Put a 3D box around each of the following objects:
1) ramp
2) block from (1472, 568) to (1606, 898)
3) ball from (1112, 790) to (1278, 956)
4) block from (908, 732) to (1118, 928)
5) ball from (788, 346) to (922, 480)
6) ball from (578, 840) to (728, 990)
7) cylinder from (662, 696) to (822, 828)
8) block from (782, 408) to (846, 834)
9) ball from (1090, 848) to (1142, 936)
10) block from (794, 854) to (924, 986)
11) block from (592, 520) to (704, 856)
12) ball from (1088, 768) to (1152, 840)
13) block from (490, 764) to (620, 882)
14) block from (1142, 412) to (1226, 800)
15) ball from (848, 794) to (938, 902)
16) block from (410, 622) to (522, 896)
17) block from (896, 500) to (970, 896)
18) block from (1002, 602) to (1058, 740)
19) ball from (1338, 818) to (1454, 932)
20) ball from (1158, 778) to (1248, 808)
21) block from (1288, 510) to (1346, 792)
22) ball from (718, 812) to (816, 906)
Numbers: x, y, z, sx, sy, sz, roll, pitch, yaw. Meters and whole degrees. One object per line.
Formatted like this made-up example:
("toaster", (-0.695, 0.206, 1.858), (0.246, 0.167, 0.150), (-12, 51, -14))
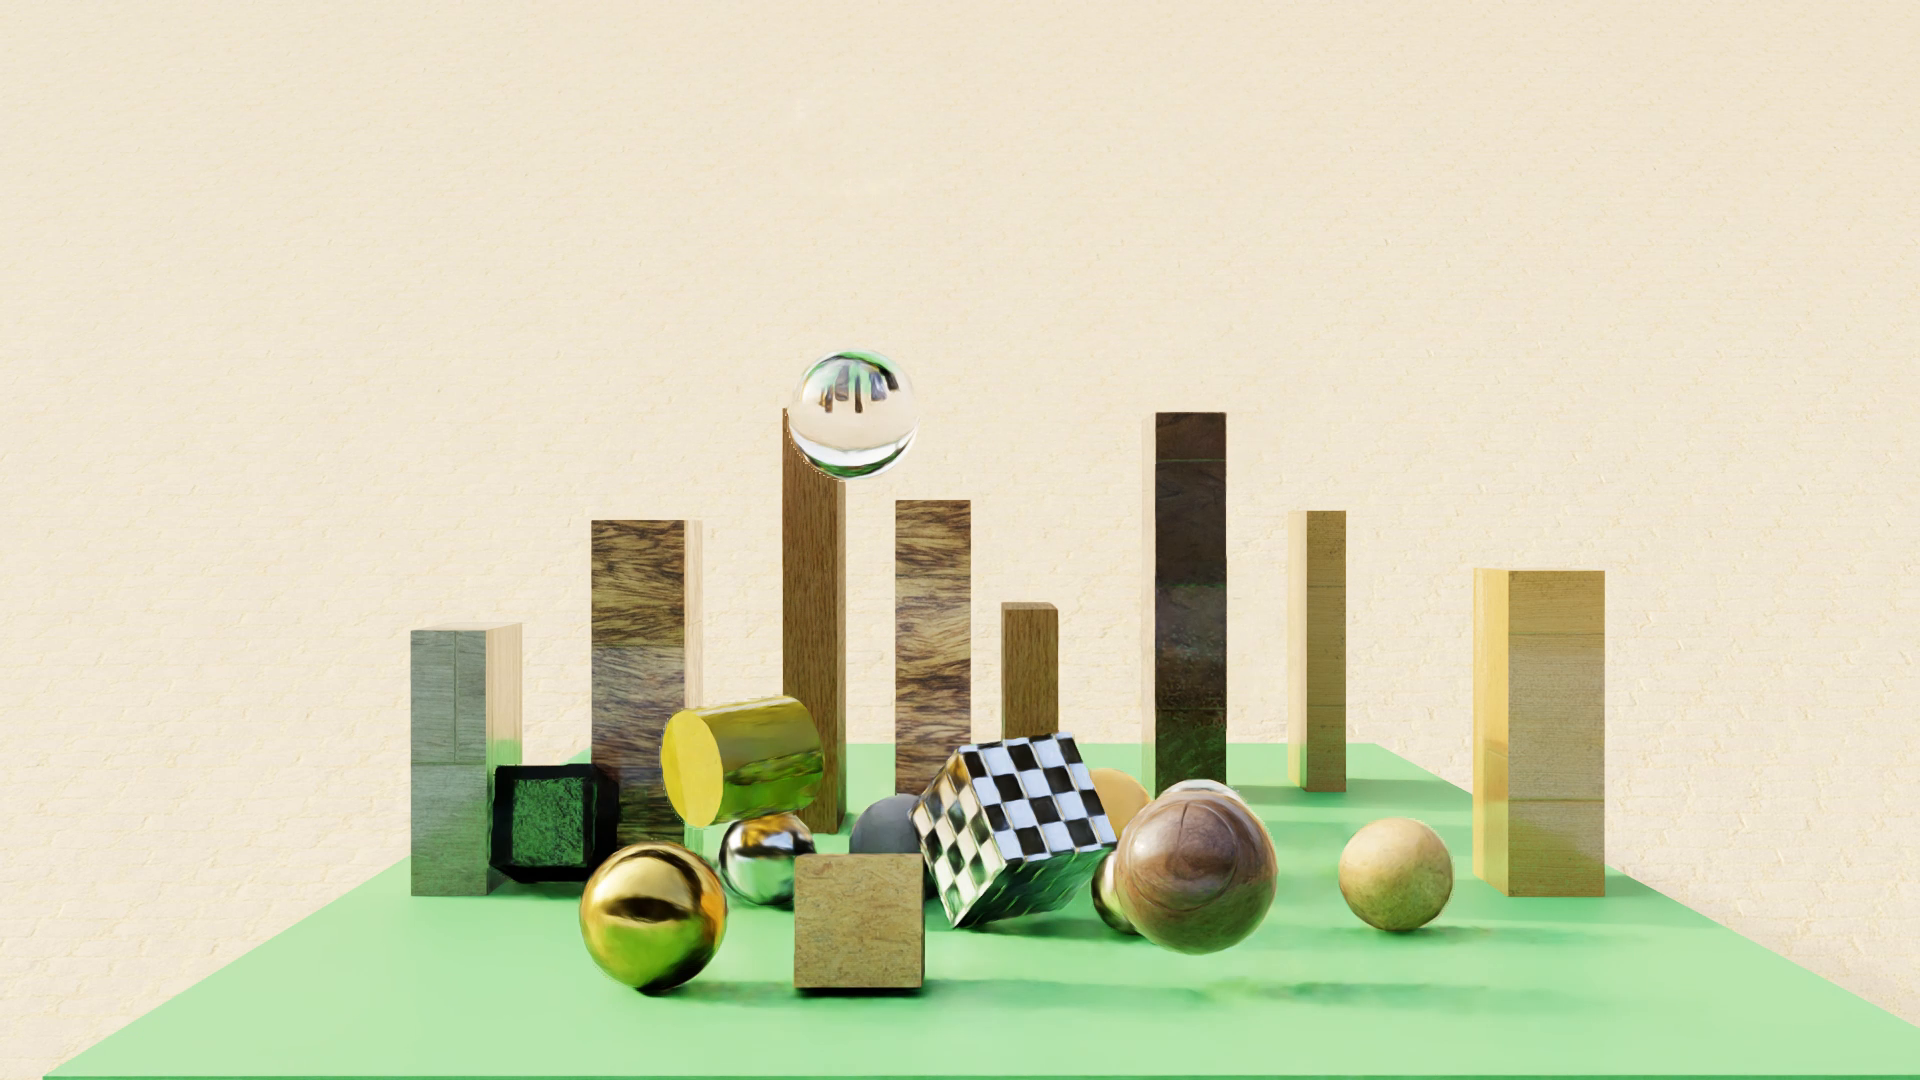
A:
("ramp", (0.065, 0.583, 4.630), (2.000, 0.100, 4.000), (0, 0, 0))
("block", (0.897, 0.290, 4.018), (0.146, 0.491, 0.264), (0, 0, 0))
("ball", (0.284, 0.401, 3.123), (0.199, 0.199, 0.199), (0, 29, 0))
("block", (0.072, 0.404, 3.607), (0.185, 0.185, 0.185), (-5, 58, -31))
("ball", (-0.122, -0.146, 2.989), (0.154, 0.154, 0.154), (0, 29, 0))
("ball", (-0.369, 0.453, 3.120), (0.179, 0.179, 0.179), (0, 29, 0))
("cylinder", (-0.315, 0.319, 3.738), (0.169, 0.169, 0.169), (-7, 27, -37))
("block", (-0.272, 0.146, 4.862), (0.099, 0.771, 0.368), (0, 0, 0))
("ball", (0.241, 0.477, 3.531), (0.124, 0.124, 0.124), (0, 29, 0))
("block", (-0.120, 0.459, 3.134), (0.151, 0.151, 0.151), (0, -6, 0))
("block", (-0.508, 0.251, 4.226), (0.147, 0.568, 0.300), (0, 0, 0))
("ball", (0.228, 0.435, 4.056), (0.154, 0.154, 0.154), (0, 29, 0))
("block", (-0.623, 0.438, 3.985), (0.153, 0.153, 0.153), (-1, 73, 7))
("block", (0.464, 0.135, 5.388), (0.144, 0.786, 0.374), (0, 0, 0))
("ball", (-0.083, 0.456, 3.808), (0.163, 0.163, 0.163), (0, 29, 0))
("block", (-0.772, 0.336, 4.066), (0.114, 0.401, 0.329), (0, 0, 0))
("block", (-0.041, 0.237, 4.087), (0.114, 0.598, 0.394), (0, 0, 0))
("block", (0.127, 0.327, 4.787), (0.094, 0.410, 0.426), (0, 0, 0))
("ball", (0.600, 0.461, 3.558), (0.157, 0.157, 0.157), (0, 29, 0))
("ball", (0.369, 0.451, 3.977), (0.167, 0.167, 0.167), (0, 29, 0))
("block", (0.767, 0.232, 5.567), (0.083, 0.590, 0.308), (0, 0, 0))
("ball", (-0.282, 0.466, 3.804), (0.144, 0.144, 0.144), (0, 29, 0))
